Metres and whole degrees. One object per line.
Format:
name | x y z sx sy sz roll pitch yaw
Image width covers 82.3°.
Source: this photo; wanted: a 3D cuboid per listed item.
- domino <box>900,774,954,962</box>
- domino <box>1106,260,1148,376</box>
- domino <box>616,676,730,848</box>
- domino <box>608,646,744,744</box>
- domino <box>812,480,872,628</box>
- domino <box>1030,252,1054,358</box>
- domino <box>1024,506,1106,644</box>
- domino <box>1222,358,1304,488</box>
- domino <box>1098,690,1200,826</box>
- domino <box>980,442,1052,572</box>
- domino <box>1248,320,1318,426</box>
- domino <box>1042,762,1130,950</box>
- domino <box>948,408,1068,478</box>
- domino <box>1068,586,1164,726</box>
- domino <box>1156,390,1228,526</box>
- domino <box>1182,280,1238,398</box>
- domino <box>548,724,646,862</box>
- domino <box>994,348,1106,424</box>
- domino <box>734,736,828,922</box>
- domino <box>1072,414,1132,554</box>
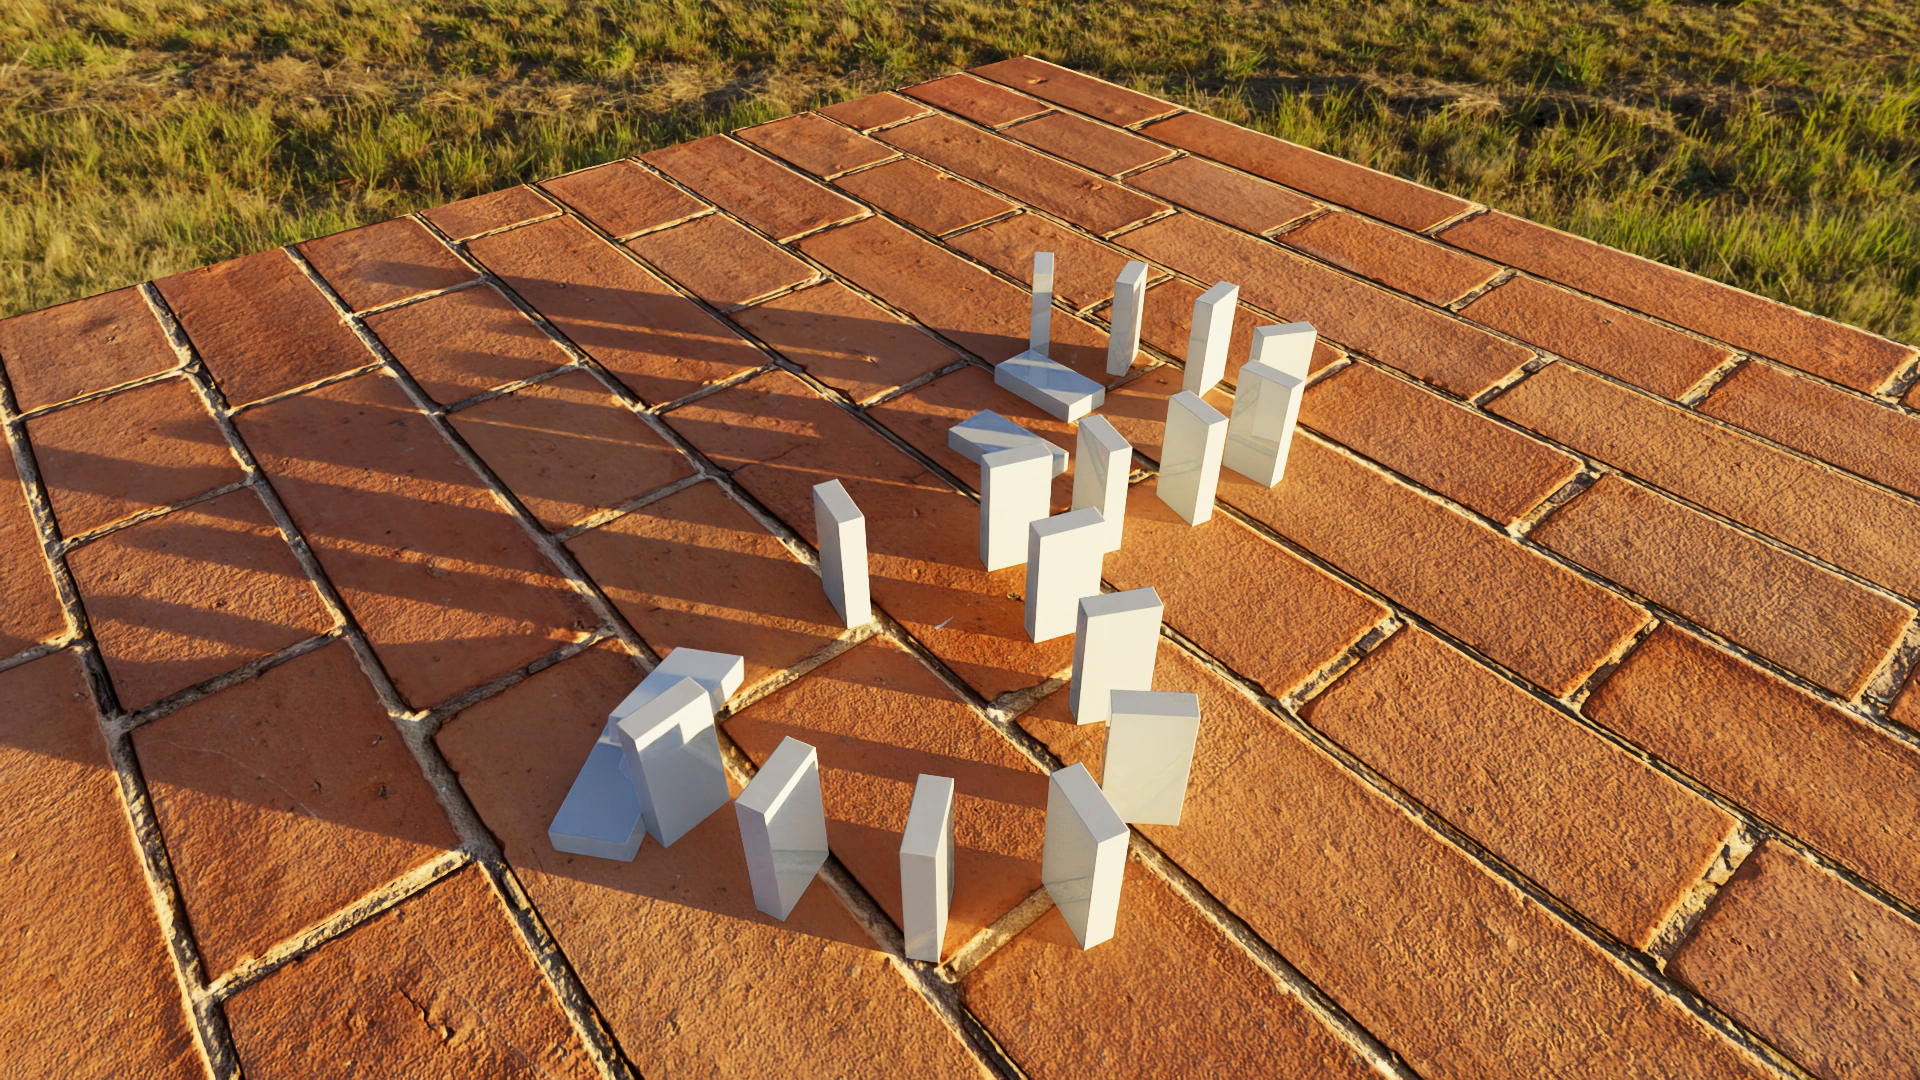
domino | -0.008 0.090 0.301 0.010 0.050 0.025 6 40 7
domino | 0.083 -0.110 0.545 0.009 0.050 0.025 14 41 17
domino | -0.085 0.067 0.330 0.010 0.050 0.025 30 48 31
domino | -0.093 0.052 0.367 0.025 0.010 0.050 7 21 9
domino | -0.043 0.006 0.405 0.010 0.050 0.025 -18 43 -21
domino | 0.041 -0.116 0.553 0.010 0.050 0.025 3 39 4
domino | 0.037 0.013 0.396 0.025 0.050 0.010 -14 41 -16
domino | 0.130 -0.050 0.472 0.009 0.050 0.025 -32 49 -33
domino | 0.056 0.066 0.331 0.025 0.050 0.009 2 39 3
domino | 0.021 -0.012 0.427 0.025 0.050 0.009 -13 41 -16
domino | 0.144 -0.074 0.502 0.025 0.050 0.009 -8 40 -10
domino | 0.034 0.088 0.304 0.009 0.050 0.025 -17 42 -19
domino | 0.021 -0.041 0.493 0.025 0.009 0.050 -32 49 -33
domino | 0.051 0.039 0.364 0.025 0.050 0.010 -8 40 -10
domino | 0.095 -0.033 0.452 0.009 0.050 0.025 -19 43 -22
domino | 0.120 -0.096 0.529 0.009 0.050 0.025 26 46 29
domino | -0.107 0.077 0.350 0.025 0.010 0.050 6 40 8
domino | 0.043 -0.076 0.536 0.025 0.010 0.050 -30 48 -32
domino | -0.050 0.082 0.311 0.010 0.050 0.025 17 42 20
domino | 0.056 -0.022 0.438 0.010 0.050 0.025 -15 42 -18
